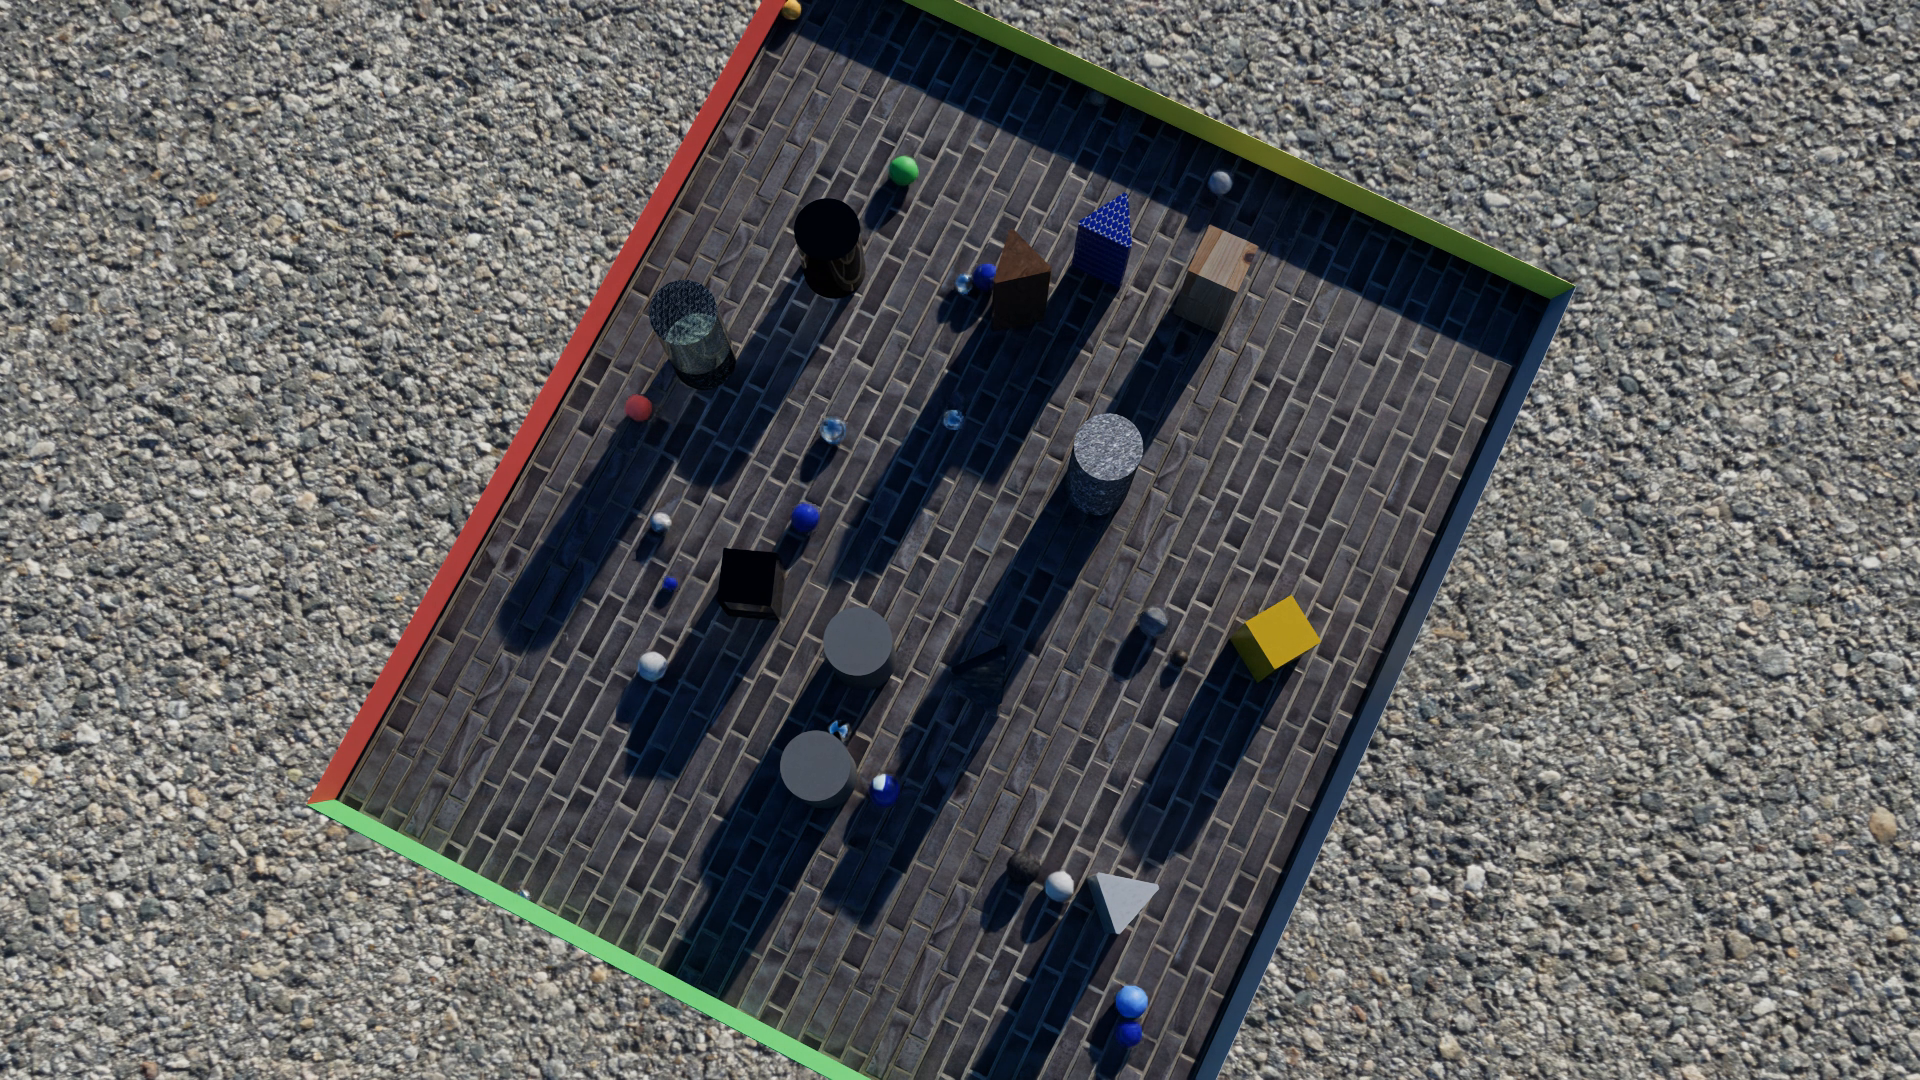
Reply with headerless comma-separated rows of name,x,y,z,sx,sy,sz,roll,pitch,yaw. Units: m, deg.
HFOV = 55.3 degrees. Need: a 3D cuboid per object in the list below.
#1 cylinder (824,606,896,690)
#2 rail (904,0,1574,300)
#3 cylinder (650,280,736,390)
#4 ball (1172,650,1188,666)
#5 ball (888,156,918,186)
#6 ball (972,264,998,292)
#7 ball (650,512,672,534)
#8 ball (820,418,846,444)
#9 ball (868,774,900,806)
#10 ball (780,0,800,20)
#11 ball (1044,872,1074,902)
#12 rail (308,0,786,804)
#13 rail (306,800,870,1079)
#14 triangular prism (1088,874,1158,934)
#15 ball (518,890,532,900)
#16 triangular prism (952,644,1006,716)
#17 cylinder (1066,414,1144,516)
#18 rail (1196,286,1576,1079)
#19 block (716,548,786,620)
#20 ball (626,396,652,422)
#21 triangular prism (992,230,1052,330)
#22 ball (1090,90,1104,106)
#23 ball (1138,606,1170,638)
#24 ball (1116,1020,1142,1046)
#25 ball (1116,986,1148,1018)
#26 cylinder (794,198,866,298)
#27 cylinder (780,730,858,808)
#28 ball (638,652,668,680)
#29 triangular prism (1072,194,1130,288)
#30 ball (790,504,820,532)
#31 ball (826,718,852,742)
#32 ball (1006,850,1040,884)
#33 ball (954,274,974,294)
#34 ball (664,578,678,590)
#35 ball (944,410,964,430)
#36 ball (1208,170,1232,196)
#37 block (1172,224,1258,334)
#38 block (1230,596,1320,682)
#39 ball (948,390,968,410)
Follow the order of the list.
cylinder,-0.290,0.322,5.375,0.198,0.343,0.198,0,78,0
rail,0.687,-1.339,5.827,2.692,0.128,0.045,26,80,5
cylinder,-0.799,-0.611,5.510,0.198,0.457,0.198,0,78,0
ball,0.663,0.355,5.518,0.048,0.048,0.048,0,78,0
ball,-0.180,-1.169,5.811,0.093,0.093,0.093,0,78,0
ball,0.084,-0.822,5.742,0.088,0.088,0.088,0,78,0
ball,-0.913,-0.052,5.595,0.063,0.063,0.063,0,78,0
ball,-0.390,-0.338,5.646,0.080,0.080,0.080,0,78,0
ball,-0.224,0.740,5.416,0.094,0.094,0.094,0,78,0
ball,-0.548,-1.717,5.939,0.065,0.065,0.065,0,78,0
ball,0.292,1.013,5.363,0.087,0.087,0.087,0,78,0
rail,-1.183,-0.572,5.668,0.045,0.128,3.120,26,80,5
rail,-0.687,1.352,5.270,2.692,0.128,0.045,26,80,5
triangular prism,0.430,1.001,5.199,0.148,0.412,0.171,41,81,8
ball,-1.279,1.048,5.377,0.044,0.044,0.044,0,78,0
triangular prism,0.087,0.391,5.360,0.171,0.345,0.148,35,80,7
cylinder,0.422,-0.219,5.429,0.198,0.455,0.198,0,78,0
rail,1.183,0.586,5.429,0.045,0.128,3.120,26,80,5
block,-0.618,0.134,5.452,0.158,0.268,0.158,6,78,1
ball,-0.991,-0.406,5.660,0.080,0.080,0.080,0,78,0
triangular prism,0.166,-0.792,5.551,0.171,0.449,0.148,-13,79,-3
ball,0.441,-1.422,5.886,0.049,0.049,0.049,0,78,0
ball,0.583,0.247,5.518,0.094,0.094,0.094,0,78,0
ball,0.488,1.422,5.283,0.077,0.077,0.077,0,78,0
ball,0.495,1.334,5.292,0.094,0.094,0.094,0,78,0
cylinder,-0.397,-0.891,5.628,0.198,0.340,0.198,0,78,0
cylinder,-0.405,0.667,5.297,0.198,0.356,0.198,0,78,0
ball,-0.922,0.378,5.493,0.088,0.088,0.088,0,78,0
triangular prism,0.462,-0.934,5.628,0.171,0.357,0.148,26,80,5
ball,-0.472,-0.065,5.585,0.088,0.088,0.088,0,78,0
ball,-0.361,0.568,5.460,0.077,0.077,0.077,0,78,0
ball,0.187,0.959,5.368,0.099,0.099,0.099,0,78,0
ball,0.011,-0.804,5.751,0.063,0.063,0.063,0,78,0
ball,-0.879,0.133,5.568,0.042,0.042,0.042,0,78,0
ball,-0.020,-0.372,5.661,0.063,0.063,0.063,0,78,0
ball,0.826,-1.132,5.811,0.079,0.079,0.079,0,78,0
block,0.775,-0.789,5.580,0.158,0.391,0.158,25,79,5
block,0.925,0.295,5.396,0.158,0.312,0.158,-30,80,-6
ball,-0.007,-0.431,5.675,0.061,0.061,0.061,0,78,0
